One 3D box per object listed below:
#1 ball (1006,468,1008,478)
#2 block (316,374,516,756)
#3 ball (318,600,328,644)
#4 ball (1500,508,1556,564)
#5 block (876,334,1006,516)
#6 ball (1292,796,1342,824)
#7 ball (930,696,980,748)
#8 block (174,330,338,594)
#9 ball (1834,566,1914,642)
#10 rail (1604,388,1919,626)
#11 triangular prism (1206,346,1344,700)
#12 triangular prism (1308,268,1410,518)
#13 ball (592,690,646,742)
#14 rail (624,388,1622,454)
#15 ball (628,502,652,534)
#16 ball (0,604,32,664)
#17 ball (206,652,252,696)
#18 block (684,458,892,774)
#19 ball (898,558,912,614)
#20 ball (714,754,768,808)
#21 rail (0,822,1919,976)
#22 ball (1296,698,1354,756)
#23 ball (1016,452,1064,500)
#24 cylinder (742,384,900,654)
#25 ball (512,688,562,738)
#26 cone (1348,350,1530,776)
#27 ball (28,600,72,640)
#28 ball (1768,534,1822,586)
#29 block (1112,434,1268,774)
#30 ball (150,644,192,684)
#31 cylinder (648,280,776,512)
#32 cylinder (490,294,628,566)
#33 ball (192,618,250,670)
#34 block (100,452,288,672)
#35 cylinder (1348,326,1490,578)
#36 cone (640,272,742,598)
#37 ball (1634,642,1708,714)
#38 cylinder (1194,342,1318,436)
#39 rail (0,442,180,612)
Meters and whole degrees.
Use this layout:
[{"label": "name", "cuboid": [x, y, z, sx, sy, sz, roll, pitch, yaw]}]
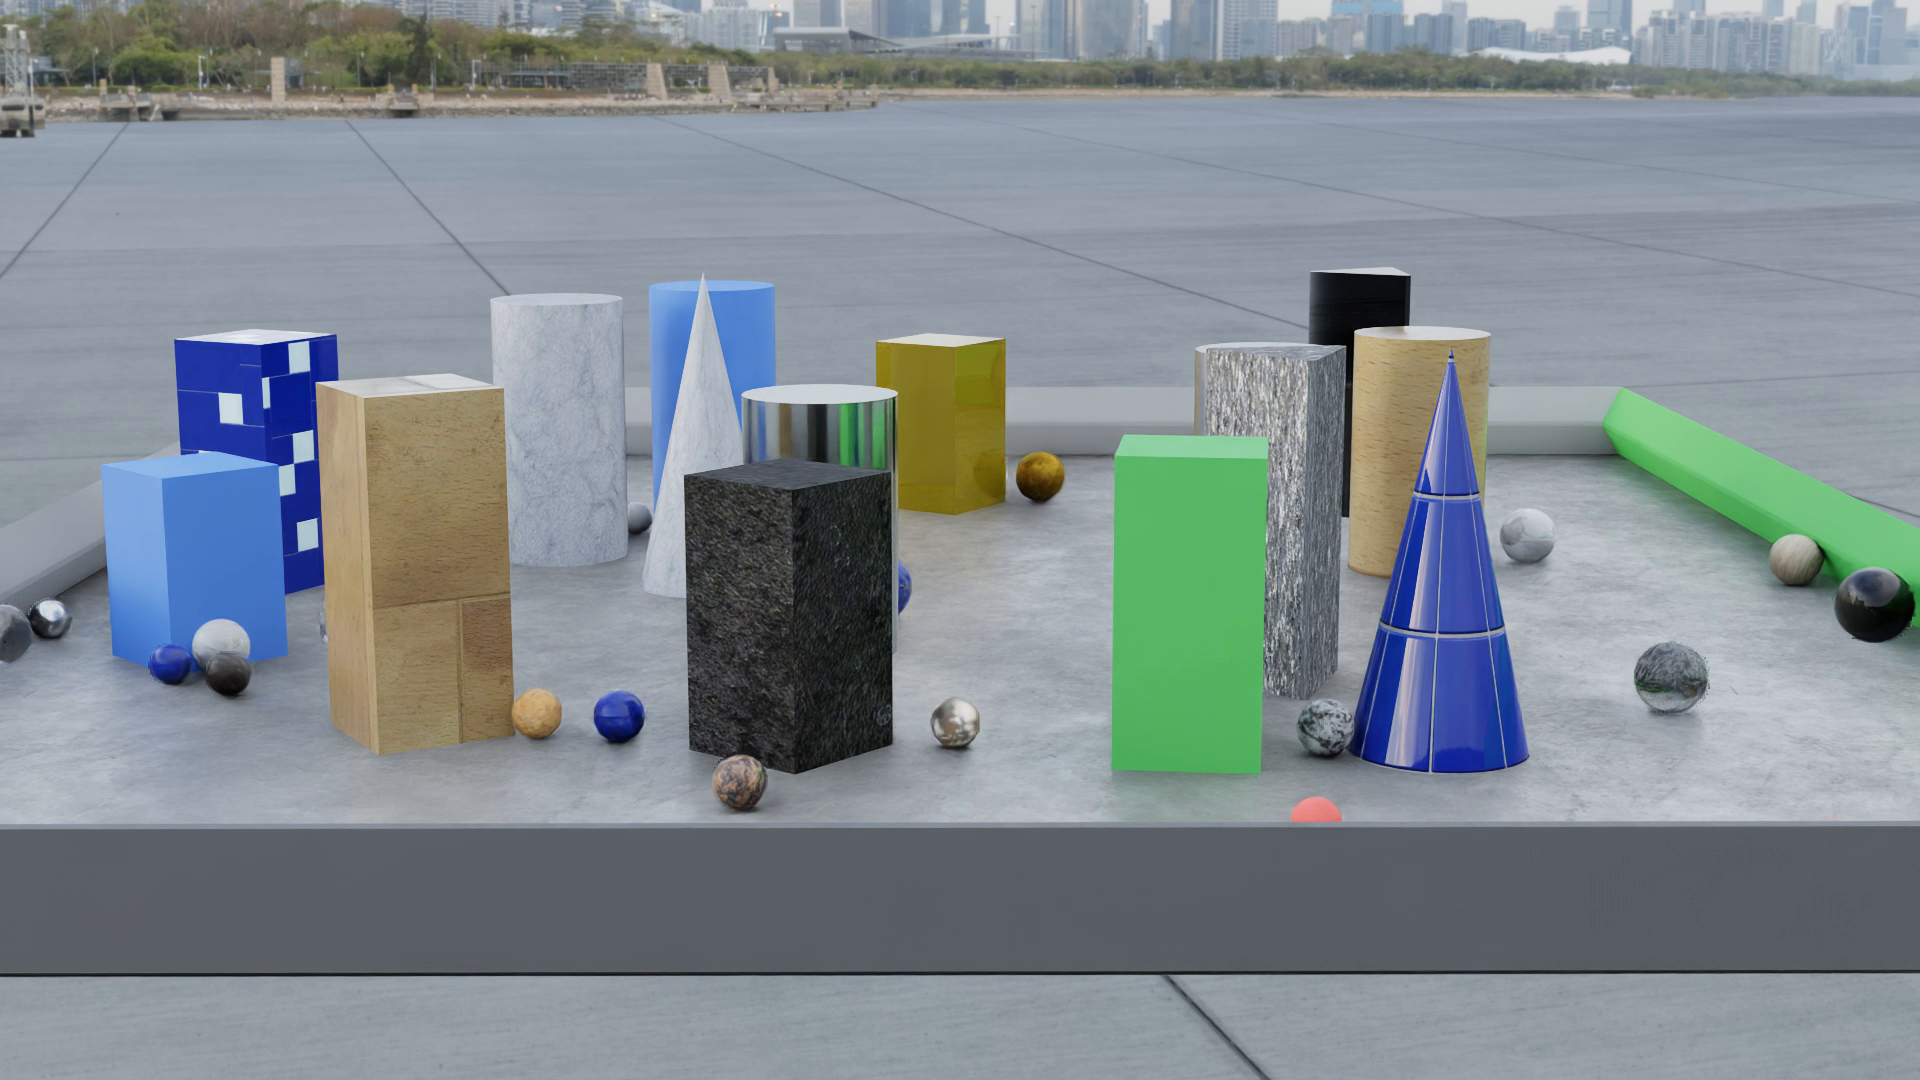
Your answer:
[{"label": "ball", "cuboid": [0.052, -0.117, 4.433, 0.062, 0.062, 0.062, 0, 11, 0]}, {"label": "block", "cuboid": [-0.596, 0.021, 2.807, 0.155, 0.384, 0.155, -7, 12, -32]}, {"label": "ball", "cuboid": [-0.753, 0.101, 3.191, 0.088, 0.088, 0.088, 0, 11, 0]}, {"label": "ball", "cuboid": [0.838, -0.006, 3.784, 0.082, 0.082, 0.082, 0, 11, 0]}, {"label": "block", "cuboid": [-0.031, -0.196, 4.272, 0.155, 0.276, 0.155, 7, 12, 32]}, {"label": "ball", "cuboid": [0.336, 0.265, 2.416, 0.047, 0.047, 0.047, 0, 11, 0]}, {"label": "ball", "cuboid": [-0.005, 0.197, 2.767, 0.054, 0.054, 0.054, 0, 11, 0]}, {"label": "block", "cuboid": [-0.982, -0.111, 3.613, 0.155, 0.351, 0.155, 5, 12, 27]}, {"label": "ball", "cuboid": [1.163, 0.082, 3.266, 0.097, 0.097, 0.097, 0, 11, 0]}, {"label": "rail", "cuboid": [1.232, 0.031, 3.456, 0.045, 0.126, 2.817, 0, 11, 0]}, {"label": "triangular prism", "cuboid": [0.401, -0.029, 3.046, 0.145, 0.395, 0.168, -9, 14, -39]}, {"label": "triangular prism", "cuboid": [0.673, -0.243, 4.197, 0.168, 0.396, 0.145, 6, 12, 29]}, {"label": "ball", "cuboid": [-0.371, 0.191, 2.792, 0.056, 0.056, 0.056, 0, 11, 0]}, {"label": "rail", "cuboid": [-0.008, -0.220, 4.811, 2.511, 0.126, 0.045, 0, 11, 0]}, {"label": "ball", "cuboid": [-0.508, -0.034, 4.019, 0.050, 0.050, 0.050, 0, 11, 0]}, {"label": "ball", "cuboid": [-1.178, 0.116, 3.146, 0.075, 0.075, 0.075, 0, 11, 0]}, {"label": "ball", "cuboid": [-0.853, 0.156, 2.995, 0.050, 0.050, 0.050, 0, 11, 0]}, {"label": "block", "cuboid": [-0.182, 0.076, 2.743, 0.155, 0.299, 0.155, 8, 13, 38]}, {"label": "ball", "cuboid": [-0.109, 0.062, 3.386, 0.093, 0.093, 0.093, 0, 11, 0]}, {"label": "ball", "cuboid": [-0.217, 0.239, 2.540, 0.054, 0.054, 0.054, 0, 11, 0]}, {"label": "rail", "cuboid": [0.008, 0.285, 2.087, 2.511, 0.126, 0.045, 0, 11, 0]}, {"label": "ball", "cuboid": [0.389, 0.200, 2.732, 0.061, 0.061, 0.061, 0, 11, 0]}, {"label": "ball", "cuboid": [0.134, -0.107, 4.326, 0.083, 0.083, 0.083, 0, 11, 0]}, {"label": "cylinder", "cuboid": [-0.174, -0.022, 3.208, 0.194, 0.323, 0.194, 0, 11, 0]}, {"label": "ball", "cuboid": [-0.462, 0.189, 2.805, 0.055, 0.055, 0.055, 0, 11, 0]}, {"label": "cone", "cuboid": [0.513, 0.012, 2.716, 0.194, 0.435, 0.194, 0, 11, 0]}, {"label": "ball", "cuboid": [-1.165, 0.102, 3.285, 0.052, 0.052, 0.052, 0, 11, 0]}, {"label": "ball", "cuboid": [1.181, 0.028, 3.627, 0.073, 0.073, 0.073, 0, 11, 0]}, {"label": "block", "cuboid": [0.245, 0.065, 2.718, 0.155, 0.331, 0.155, 1, 11, 7]}, {"label": "ball", "cuboid": [-0.939, 0.147, 3.054, 0.046, 0.046, 0.046, 0, 11, 0]}, {"label": "cylinder", "cuboid": [-0.384, -0.204, 4.009, 0.194, 0.387, 0.194, 0, 11, 0]}, {"label": "cylinder", "cuboid": [-0.596, -0.168, 3.829, 0.194, 0.383, 0.194, 0, 11, 0]}, {"label": "ball", "cuboid": [-0.891, 0.129, 3.095, 0.068, 0.068, 0.068, 0, 11, 0]}, {"label": "block", "cuboid": [-0.948, 0.025, 3.178, 0.155, 0.241, 0.155, -10, 15, -43]}, {"label": "cylinder", "cuboid": [0.665, -0.128, 3.722, 0.194, 0.345, 0.194, 0, 11, 0]}, {"label": "cone", "cuboid": [-0.356, -0.155, 3.595, 0.194, 0.443, 0.194, 0, 11, 0]}, {"label": "ball", "cuboid": [0.807, 0.156, 2.912, 0.081, 0.081, 0.081, 0, 11, 0]}, {"label": "cylinder", "cuboid": [0.413, -0.085, 3.479, 0.194, 0.348, 0.194, 0, 11, 0]}, {"label": "rail", "cuboid": [-1.232, 0.034, 3.442, 0.045, 0.126, 2.817, 0, 11, 0]}]
